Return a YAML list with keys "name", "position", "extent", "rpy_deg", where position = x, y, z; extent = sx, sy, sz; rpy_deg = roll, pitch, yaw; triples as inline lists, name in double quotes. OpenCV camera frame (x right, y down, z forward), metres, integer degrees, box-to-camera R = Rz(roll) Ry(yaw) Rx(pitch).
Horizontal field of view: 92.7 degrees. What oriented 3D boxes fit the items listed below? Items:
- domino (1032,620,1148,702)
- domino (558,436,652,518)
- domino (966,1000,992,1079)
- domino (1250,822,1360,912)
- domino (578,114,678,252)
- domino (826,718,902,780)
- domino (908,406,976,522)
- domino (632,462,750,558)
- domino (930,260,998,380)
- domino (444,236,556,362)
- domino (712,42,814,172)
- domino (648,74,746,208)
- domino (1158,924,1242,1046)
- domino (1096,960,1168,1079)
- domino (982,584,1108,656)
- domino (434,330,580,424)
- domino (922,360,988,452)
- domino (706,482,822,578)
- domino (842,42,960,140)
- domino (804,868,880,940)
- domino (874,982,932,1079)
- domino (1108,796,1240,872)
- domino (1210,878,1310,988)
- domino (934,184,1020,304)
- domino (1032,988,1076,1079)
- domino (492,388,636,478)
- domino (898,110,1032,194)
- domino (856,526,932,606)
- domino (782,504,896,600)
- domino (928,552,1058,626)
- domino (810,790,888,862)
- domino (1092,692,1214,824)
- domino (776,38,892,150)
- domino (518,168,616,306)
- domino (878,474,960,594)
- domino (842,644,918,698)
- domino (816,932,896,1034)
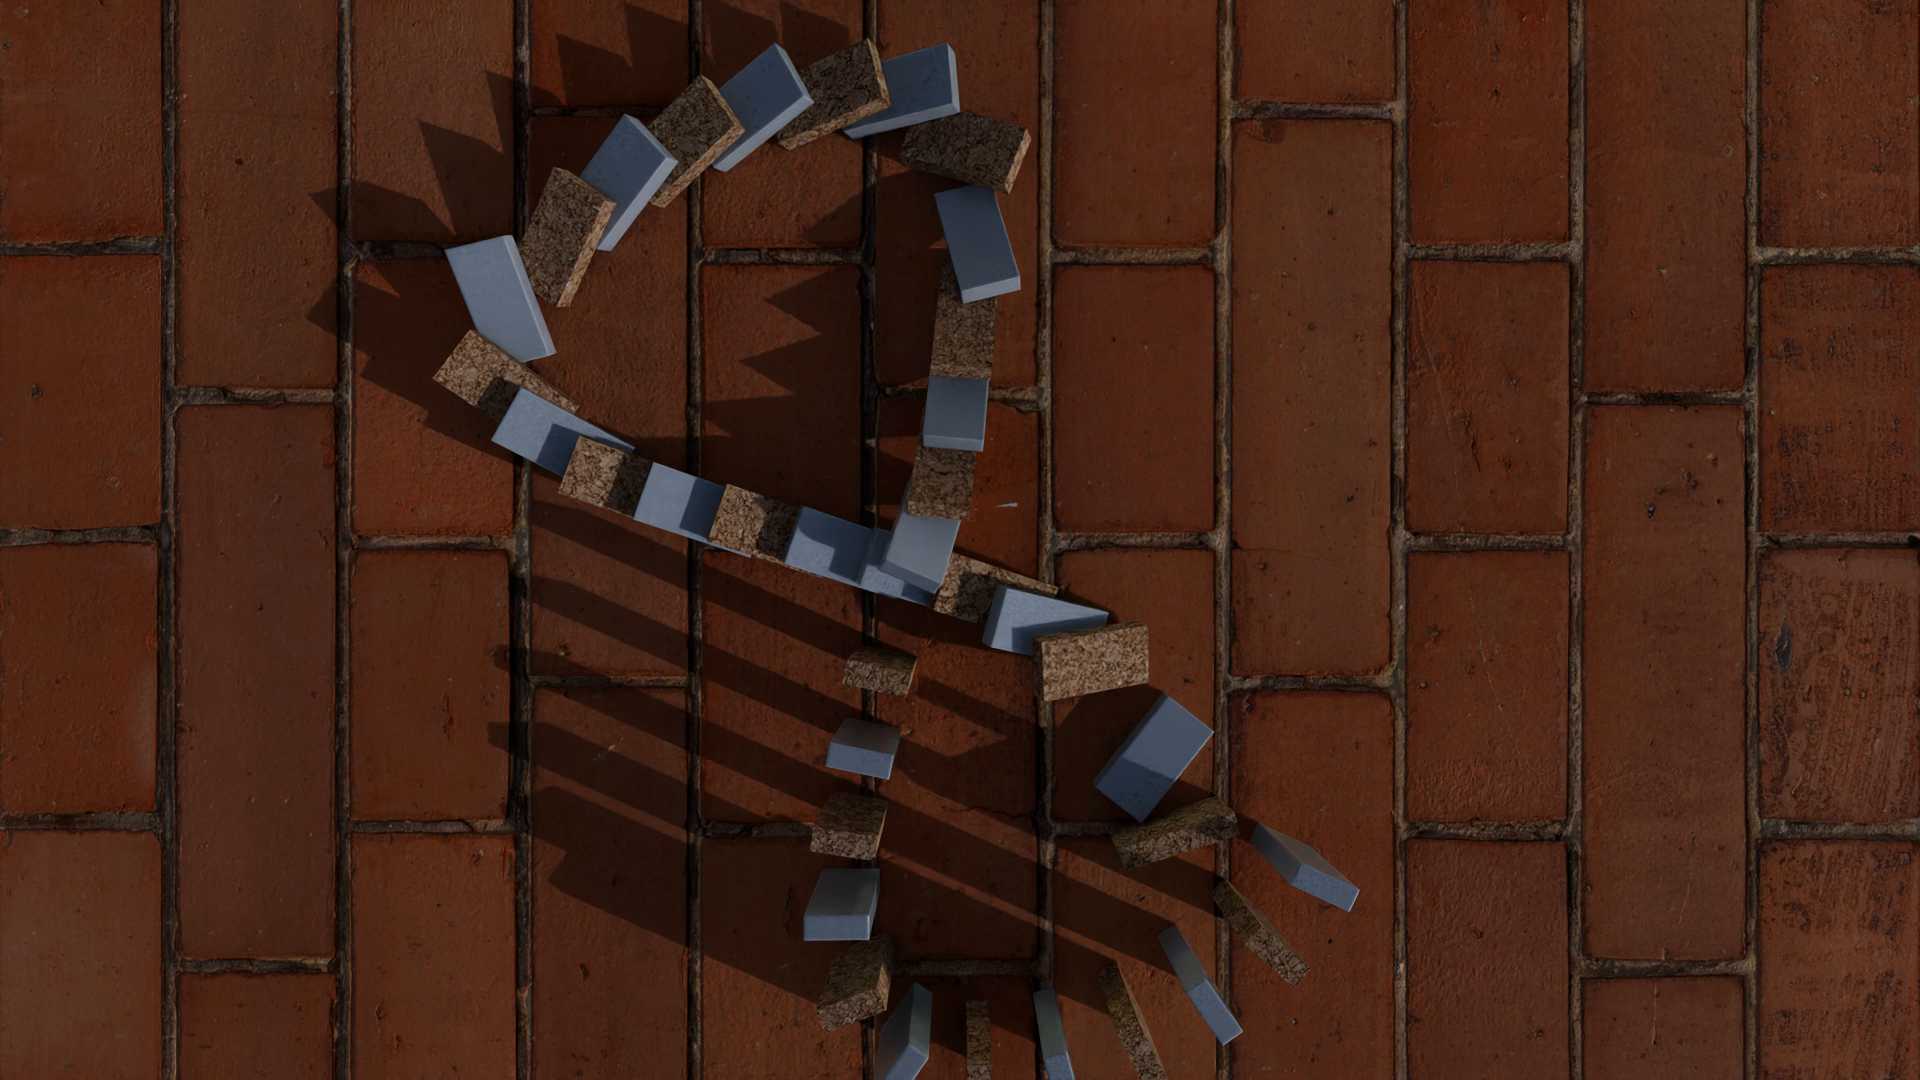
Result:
- name: "domino"
  position: [0.055, 0.050, 0.385]
  extent: [0.050, 0.009, 0.025]
  rpy_deg: [-6, 99, -21]
- name: "domino"
  position: [-0.140, -0.023, 0.388]
  extent: [0.050, 0.009, 0.025]
  rpy_deg: [21, 90, -18]
- name: "domino"
  position: [0.008, 0.213, 0.375]
  extent: [0.009, 0.050, 0.025]
  rpy_deg: [-1, 90, 0]
- name: "domino"
  position: [0.139, 0.133, 0.375]
  extent: [0.025, 0.050, 0.010]
  rpy_deg: [25, 90, 0]
- name: "domino"
  position: [-0.145, -0.150, 0.388]
  extent: [0.050, 0.010, 0.025]
  rpy_deg: [-44, 90, 18]
- name: "domino"
  position: [-0.038, 0.084, 0.375]
  extent: [0.025, 0.050, 0.010]
  rpy_deg: [12, 90, 0]
- name: "domino"
  position: [-0.006, -0.033, 0.383]
  extent: [0.025, 0.009, 0.050]
  rpy_deg: [6, 58, 0]
- name: "domino"
  position: [-0.109, -0.013, 0.388]
  extent: [0.050, 0.009, 0.025]
  rpy_deg: [20, 90, -18]
- name: "domino"
  position: [0.003, -0.093, 0.387]
  extent: [0.025, 0.009, 0.050]
  rpy_deg: [5, 70, 0]
- name: "domino"
  position: [-0.193, -0.100, 0.387]
  extent: [0.025, 0.009, 0.050]
  rpy_deg: [-14, 110, 0]
- name: "domino"
  position: [-0.089, -0.182, 0.388]
  extent: [0.050, 0.009, 0.025]
  rpy_deg: [-29, 90, 19]
- name: "domino"
  position: [-0.118, -0.168, 0.388]
  extent: [0.050, 0.010, 0.025]
  rpy_deg: [-34, 90, 18]
- name: "domino"
  position: [0.097, 0.180, 0.375]
  extent: [0.009, 0.050, 0.025]
  rpy_deg: [-35, 90, 0]
- name: "domino"
  position: [0.069, 0.197, 0.375]
  extent: [0.010, 0.050, 0.025]
  rpy_deg: [-27, 90, 0]
- name: "domino"
  position: [0.036, 0.037, 0.386]
  extent: [0.050, 0.010, 0.025]
  rpy_deg: [14, 92, -23]
- name: "domino"
  position: [-0.191, -0.063, 0.388]
  extent: [0.050, 0.010, 0.025]
  rpy_deg: [37, 90, -18]
- name: "domino"
  position: [-0.001, -0.062, 0.386]
  extent: [0.025, 0.009, 0.050]
  rpy_deg: [5, 67, 0]
- name: "domino"
  position: [-0.078, -0.004, 0.388]
  extent: [0.050, 0.010, 0.025]
  rpy_deg: [20, 90, -17]
- name: "domino"
  position: [-0.026, -0.189, 0.387]
  extent: [0.050, 0.010, 0.025]
  rpy_deg: [-5, 90, 20]
- name: "domino"
  position: [-0.047, 0.148, 0.375]
  extent: [0.025, 0.050, 0.010]
  rpy_deg: [0, 90, 0]
- name: "domino"
  position: [-0.023, 0.206, 0.375]
  extent: [0.009, 0.050, 0.025]
  rpy_deg: [35, 90, 0]
- name: "domino"
  position: [0.090, 0.124, 0.388]
  extent: [0.050, 0.025, 0.010]
  rpy_deg: [-18, 90, 0]
- name: "domino"
  position: [0.121, 0.159, 0.375]
  extent: [0.025, 0.050, 0.009]
  rpy_deg: [42, 90, 0]
- name: "domino"
  position: [0.007, -0.126, 0.388]
  extent: [0.025, 0.009, 0.050]
  rpy_deg: [-14, 71, 0]
- name: "domino"
  position: [0.039, 0.209, 0.375]
  extent: [0.009, 0.050, 0.025]
  rpy_deg: [-15, 90, 0]
- name: "domino"
  position: [-0.167, -0.041, 0.388]
  extent: [0.050, 0.009, 0.025]
  rpy_deg: [30, 90, -18]
- name: "domino"
  position: [0.002, -0.167, 0.389]
  extent: [0.050, 0.010, 0.025]
  rpy_deg: [22, 90, 16]
- name: "domino"
  position: [-0.016, 0.014, 0.388]
  extent: [0.050, 0.010, 0.025]
  rpy_deg: [18, 90, -17]
- name: "domino"
  position: [-0.047, 0.005, 0.388]
  extent: [0.050, 0.009, 0.025]
  rpy_deg: [19, 90, -17]
- name: "domino"
  position: [0.014, 0.024, 0.388]
  extent: [0.050, 0.009, 0.025]
  rpy_deg: [19, 90, -17]
- name: "domino"
  position: [-0.044, 0.116, 0.375]
  extent: [0.025, 0.050, 0.009]
  rpy_deg: [9, 90, 0]
- name: "domino"
  position: [0.083, 0.094, 0.395]
  extent: [0.025, 0.009, 0.050]
  rpy_deg: [38, 90, 0]
- name: "domino"
  position: [-0.056, -0.188, 0.387]
  extent: [0.050, 0.009, 0.025]
  rpy_deg: [-14, 90, 19]
- name: "domino"
  position: [-0.169, -0.127, 0.388]
  extent: [0.025, 0.009, 0.050]
  rpy_deg: [34, 108, 0]
- name: "domino"
  position: [-0.014, -0.005, 0.380]
  extent: [0.025, 0.010, 0.050]
  rpy_deg: [24, 55, -11]
- name: "domino"
  position: [-0.032, 0.053, 0.375]
  extent: [0.025, 0.050, 0.009]
  rpy_deg: [13, 90, 0]
- name: "domino"
  position: [-0.042, 0.180, 0.375]
  extent: [0.025, 0.050, 0.010]
  rpy_deg: [-21, 90, 0]
